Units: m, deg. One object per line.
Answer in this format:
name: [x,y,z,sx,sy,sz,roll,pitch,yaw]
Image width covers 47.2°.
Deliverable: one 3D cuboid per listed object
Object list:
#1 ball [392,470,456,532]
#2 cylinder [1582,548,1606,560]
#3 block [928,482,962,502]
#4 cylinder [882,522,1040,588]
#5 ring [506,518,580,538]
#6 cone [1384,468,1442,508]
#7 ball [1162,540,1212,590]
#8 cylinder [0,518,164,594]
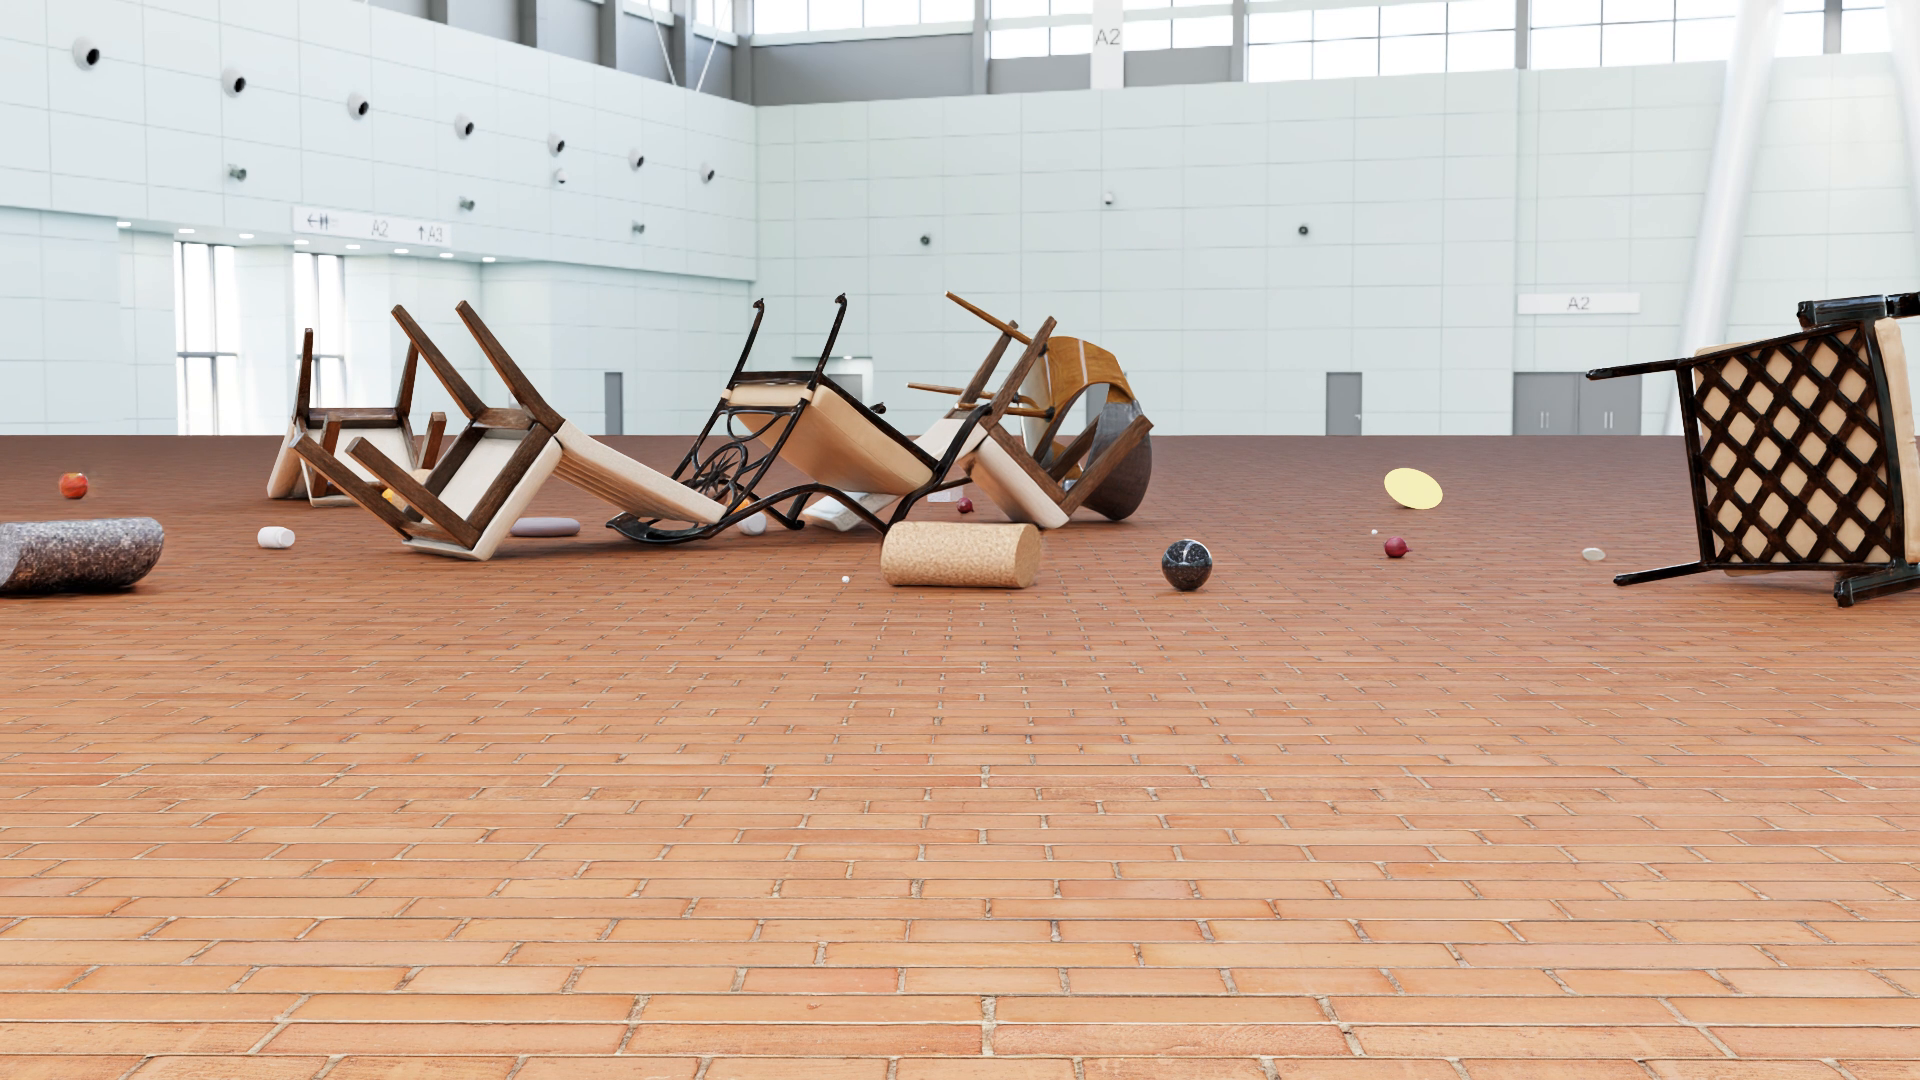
ball: [-1.683,-0.124,6.910,0.197,0.197,0.197,0,4,0]
cylinder: [1.665,0.038,5.776,0.055,0.030,0.056,5,5,12]
block: [-0.059,-0.194,8.835,0.096,0.073,0.156,1,4,19]
cylinder: [0.004,0.033,5.022,0.312,0.141,0.235,1,12,16]
ring: [-1.274,-0.039,6.732,0.223,0.055,0.196,0,3,-9]
cone: [1.709,-0.161,8.358,0.223,0.094,0.233,17,42,5]
ball: [0.506,0.056,4.900,0.115,0.115,0.115,0,4,0]
cylinder: [-1.974,0.036,4.849,0.314,0.133,0.319,-4,-13,-45]
